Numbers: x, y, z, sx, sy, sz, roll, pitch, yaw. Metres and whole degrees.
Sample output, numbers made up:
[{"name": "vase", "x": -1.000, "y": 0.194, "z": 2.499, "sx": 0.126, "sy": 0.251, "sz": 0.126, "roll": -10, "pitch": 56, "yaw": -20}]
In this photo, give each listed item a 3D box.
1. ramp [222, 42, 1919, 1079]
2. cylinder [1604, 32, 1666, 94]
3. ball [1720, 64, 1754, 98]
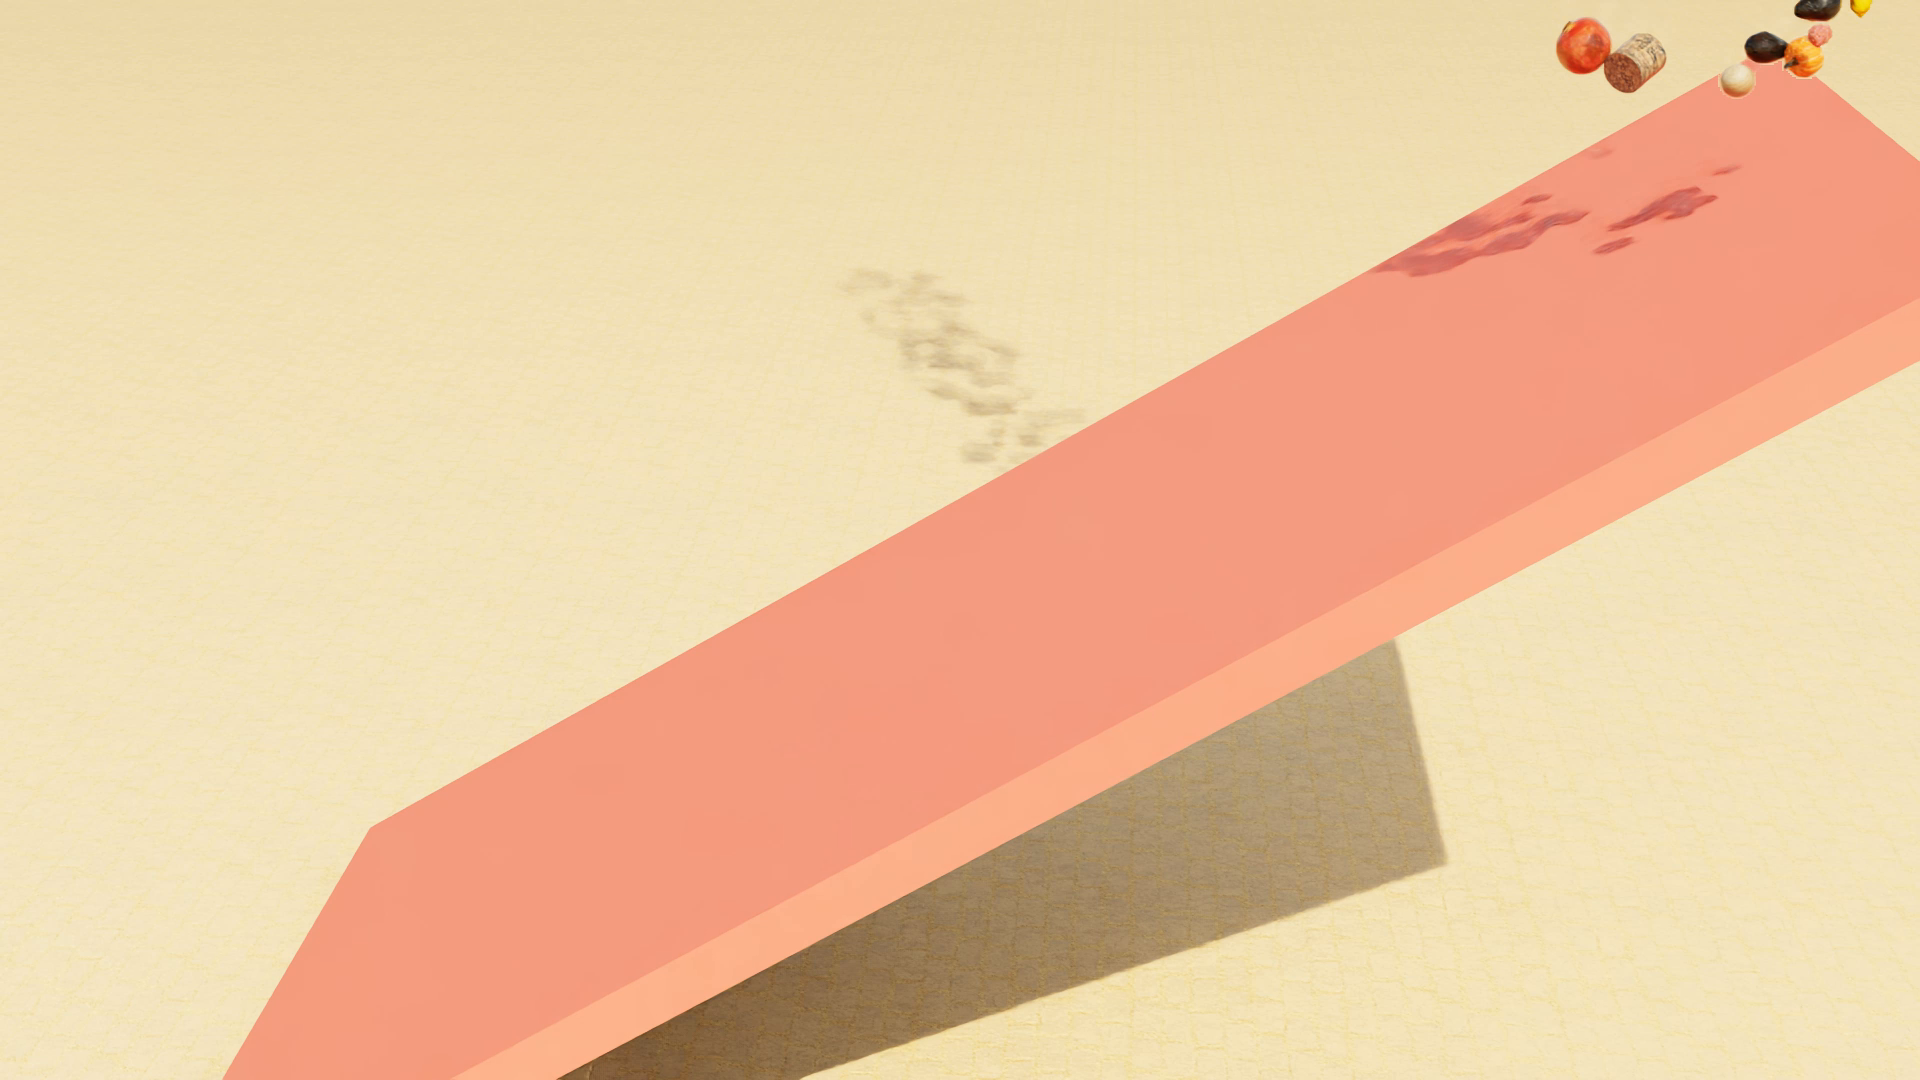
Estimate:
[{"name": "ramp", "x": 0.142, "y": 0.168, "z": 6.287, "sx": 4.000, "sy": 0.100, "sz": 2.000, "roll": -29, "pitch": 15, "yaw": 12}, {"name": "cylinder", "x": 1.358, "y": -0.959, "z": 5.917, "sx": 0.090, "sy": 0.090, "sz": 0.090, "roll": 18, "pitch": 47, "yaw": 42}, {"name": "ball", "x": 1.471, "y": -0.869, "z": 5.564, "sx": 0.062, "sy": 0.062, "sz": 0.062, "roll": 0, "pitch": 19, "yaw": 0}]
